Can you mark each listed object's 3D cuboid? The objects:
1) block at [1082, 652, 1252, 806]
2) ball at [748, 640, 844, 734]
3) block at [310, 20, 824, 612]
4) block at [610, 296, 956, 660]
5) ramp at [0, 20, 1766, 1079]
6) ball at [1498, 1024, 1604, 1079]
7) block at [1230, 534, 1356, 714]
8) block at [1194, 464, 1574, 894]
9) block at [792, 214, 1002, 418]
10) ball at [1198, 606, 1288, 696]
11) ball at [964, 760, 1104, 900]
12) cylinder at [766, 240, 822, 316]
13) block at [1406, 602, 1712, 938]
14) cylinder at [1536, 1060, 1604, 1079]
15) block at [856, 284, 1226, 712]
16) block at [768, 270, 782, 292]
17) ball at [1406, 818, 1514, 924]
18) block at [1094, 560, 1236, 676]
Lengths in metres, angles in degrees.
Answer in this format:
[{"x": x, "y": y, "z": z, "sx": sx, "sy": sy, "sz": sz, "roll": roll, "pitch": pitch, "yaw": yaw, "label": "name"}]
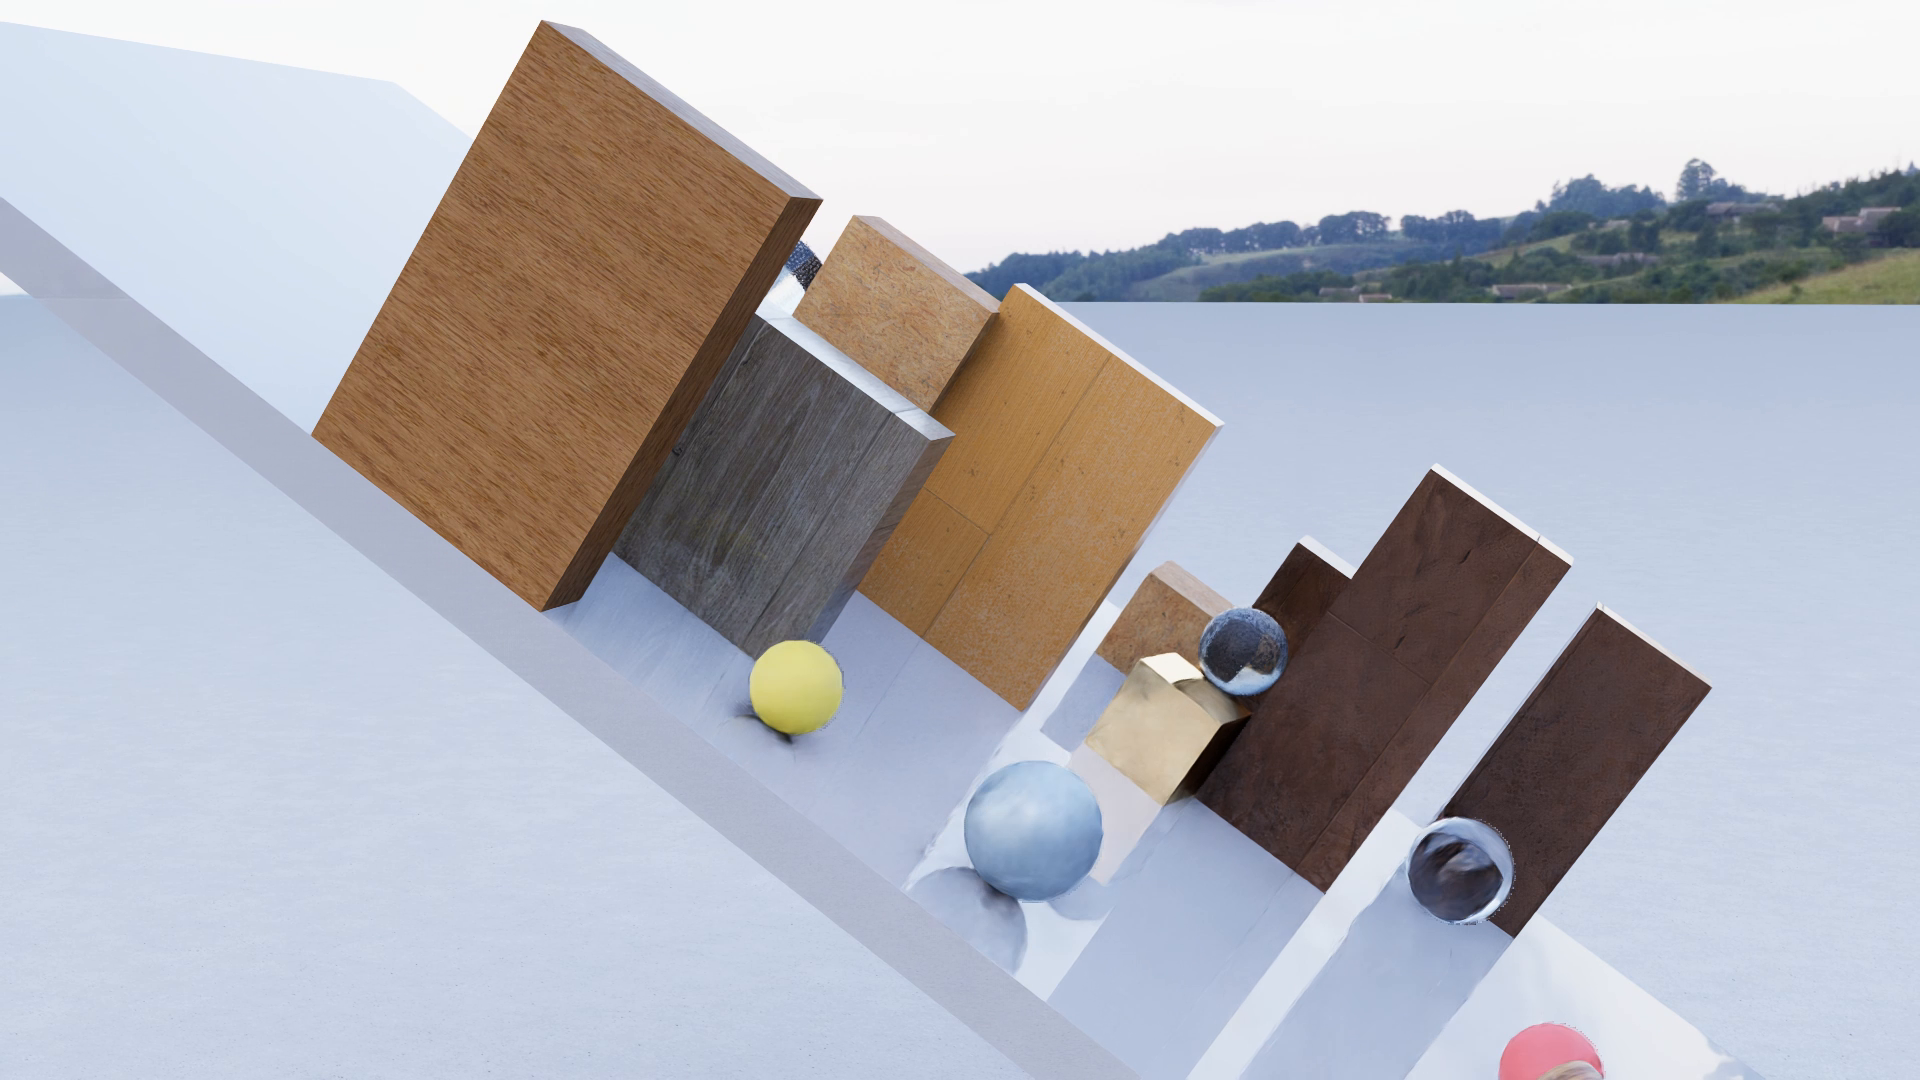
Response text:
[{"x": 0.388, "y": 0.349, "z": 4.088, "sx": 0.192, "sy": 0.192, "sz": 0.192, "roll": 39, "pitch": 16, "yaw": 19, "label": "block"}, {"x": -0.246, "y": 0.220, "z": 3.293, "sx": 0.141, "sy": 0.141, "sz": 0.141, "roll": 0, "pitch": 7, "yaw": 0, "label": "ball"}, {"x": -0.578, "y": -0.319, "z": 3.188, "sx": 0.447, "sy": 0.711, "sz": 0.127, "roll": 36, "pitch": 15, "yaw": 10, "label": "block"}, {"x": -0.304, "y": -0.089, "z": 3.517, "sx": 0.394, "sy": 0.460, "sz": 0.129, "roll": 36, "pitch": 15, "yaw": 10, "label": "block"}, {"x": -0.115, "y": 0.196, "z": 4.094, "sx": 4.000, "sy": 0.100, "sz": 2.000, "roll": 36, "pitch": 15, "yaw": 10, "label": "ramp"}, {"x": 0.986, "y": 0.893, "z": 3.670, "sx": 0.169, "sy": 0.169, "sz": 0.169, "roll": 0, "pitch": 7, "yaw": 0, "label": "ball"}, {"x": 0.689, "y": 0.241, "z": 4.573, "sx": 0.244, "sy": 0.432, "sz": 0.133, "roll": 36, "pitch": 15, "yaw": 10, "label": "block"}, {"x": 0.779, "y": 0.258, "z": 4.076, "sx": 0.300, "sy": 0.761, "sz": 0.119, "roll": 36, "pitch": 15, "yaw": 10, "label": "block"}, {"x": -0.200, "y": -0.266, "z": 4.046, "sx": 0.311, "sy": 0.579, "sz": 0.143, "roll": 36, "pitch": 15, "yaw": 10, "label": "block"}, {"x": 0.530, "y": 0.209, "z": 4.119, "sx": 0.168, "sy": 0.168, "sz": 0.168, "roll": 0, "pitch": 7, "yaw": 0, "label": "ball"}, {"x": 0.108, "y": 0.428, "z": 3.248, "sx": 0.206, "sy": 0.206, "sz": 0.206, "roll": 0, "pitch": 7, "yaw": 0, "label": "ball"}, {"x": -0.356, "y": -0.456, "z": 4.065, "sx": 0.164, "sy": 0.164, "sz": 0.164, "roll": 6, "pitch": 42, "yaw": 42, "label": "cylinder"}, {"x": 1.223, "y": 0.473, "z": 4.513, "sx": 0.271, "sy": 0.657, "sz": 0.092, "roll": 36, "pitch": 15, "yaw": 10, "label": "block"}, {"x": 0.991, "y": 0.953, "z": 3.479, "sx": 0.177, "sy": 0.177, "sz": 0.177, "roll": -4, "pitch": 34, "yaw": -29, "label": "cylinder"}, {"x": 0.116, "y": -0.076, "z": 3.997, "sx": 0.444, "sy": 0.635, "sz": 0.084, "roll": 36, "pitch": 15, "yaw": 10, "label": "block"}, {"x": -0.612, "y": -0.384, "z": 3.776, "sx": 0.431, "sy": 0.474, "sz": 0.085, "roll": 36, "pitch": 15, "yaw": 10, "label": "block"}, {"x": 0.986, "y": 0.651, "z": 4.341, "sx": 0.207, "sy": 0.207, "sz": 0.207, "roll": 0, "pitch": 7, "yaw": 0, "label": "ball"}, {"x": 0.449, "y": 0.199, "z": 4.640, "sx": 0.210, "sy": 0.210, "sz": 0.210, "roll": 36, "pitch": 15, "yaw": 10, "label": "block"}]
